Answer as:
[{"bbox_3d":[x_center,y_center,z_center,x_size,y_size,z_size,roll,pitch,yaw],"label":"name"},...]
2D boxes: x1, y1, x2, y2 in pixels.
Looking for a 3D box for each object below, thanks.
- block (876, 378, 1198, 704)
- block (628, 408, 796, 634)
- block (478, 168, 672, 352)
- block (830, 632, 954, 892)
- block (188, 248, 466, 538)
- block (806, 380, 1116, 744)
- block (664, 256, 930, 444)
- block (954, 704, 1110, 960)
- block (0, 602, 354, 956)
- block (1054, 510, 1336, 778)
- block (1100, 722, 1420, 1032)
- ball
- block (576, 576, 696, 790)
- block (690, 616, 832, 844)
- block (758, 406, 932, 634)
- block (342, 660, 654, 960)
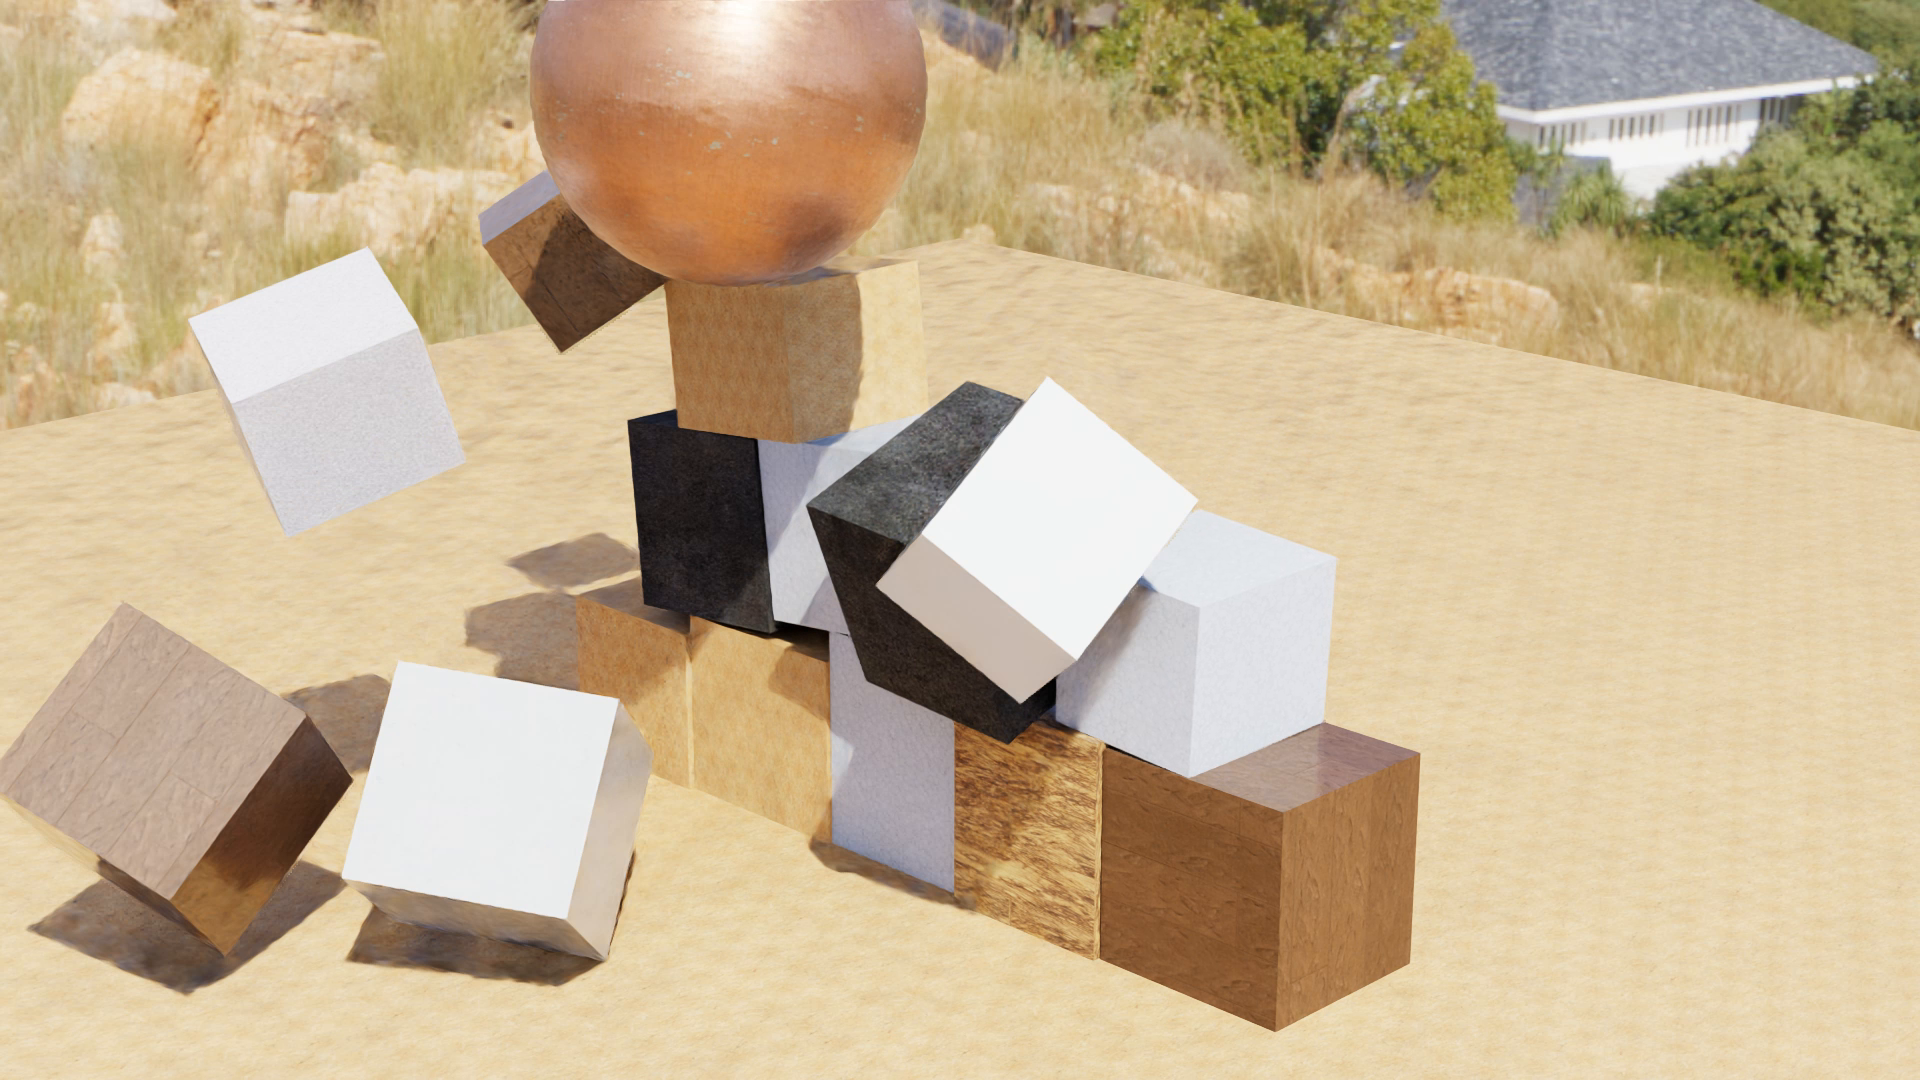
[{"bbox_3d":[0.290,0.014,11.549,0.828,0.754,0.807,-51,2,-21],"label":"block"},{"bbox_3d":[-0.926,-0.168,14.276,0.915,0.926,0.944,-16,19,-42],"label":"block"},{"bbox_3d":[-1.783,-1.382,13.676,0.658,0.619,0.613,-34,22,2],"label":"block"},{"bbox_3d":[0.007,0.921,13.642,0.869,1.063,0.851,16,24,42],"label":"block"},{"bbox_3d":[-2.716,-0.641,12.603,0.824,0.725,0.750,-24,40,-14],"label":"block"},{"bbox_3d":[0.118,0.081,12.707,0.904,0.984,1.008,21,50,43],"label":"block"},{"bbox_3d":[-0.768,-0.919,13.799,0.824,0.720,0.871,-16,17,-41],"label":"block"},{"bbox_3d":[0.605,1.144,13.041,0.845,0.998,0.933,17,24,42],"label":"block"},{"bbox_3d":[-3.236,0.994,12.092,0.935,0.901,0.872,29,-19,13],"label":"block"},{"bbox_3d":[0.994,0.422,12.419,0.873,0.758,0.761,-18,28,-42],"label":"block"},{"bbox_3d":[1.266,1.348,12.442,0.910,0.968,0.966,-17,24,-42],"label":"block"},{"bbox_3d":[-0.928,-1.819,11.797,1.600,1.600,1.600,0,17,0],"label":"ball"},{"bbox_3d":[-1.302,0.653,14.917,0.940,0.809,0.853,-17,24,-42],"label":"block"},{"bbox_3d":[-0.656,0.803,14.276,0.864,0.907,0.968,-17,24,-42],"label":"block"},{"bbox_3d":[-0.290,-0.096,13.632,0.886,0.874,0.856,-17,18,-42],"label":"block"},{"bbox_3d":[-1.921,1.152,12.358,0.946,0.929,0.894,9,-18,7],"label":"block"}]
